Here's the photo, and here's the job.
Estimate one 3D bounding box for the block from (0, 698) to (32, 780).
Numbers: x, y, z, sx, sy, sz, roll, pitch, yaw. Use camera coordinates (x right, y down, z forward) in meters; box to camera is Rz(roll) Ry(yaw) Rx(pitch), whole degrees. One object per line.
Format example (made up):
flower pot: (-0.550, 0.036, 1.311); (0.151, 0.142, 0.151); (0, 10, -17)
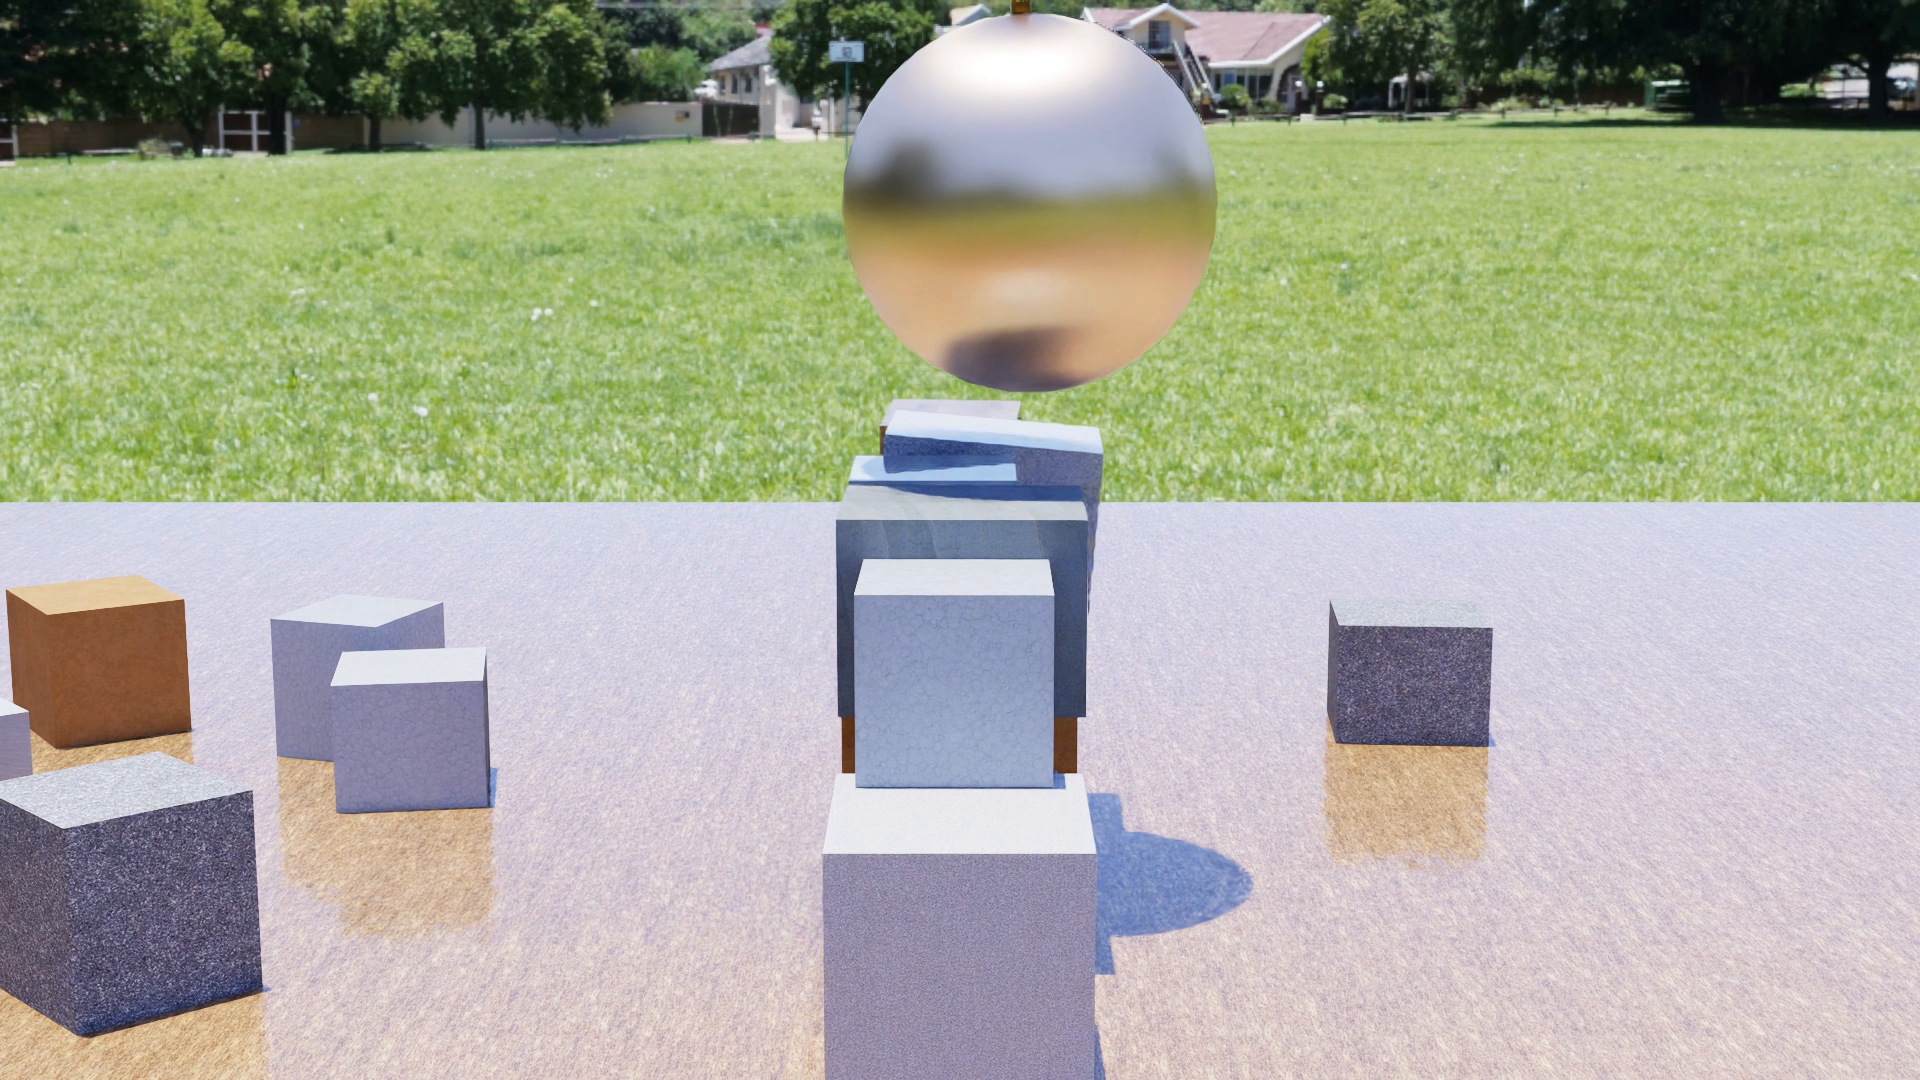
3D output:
block: (-4.578, 1.111, 11.443); (0.677, 0.719, 0.599); (-9, 13, -39)

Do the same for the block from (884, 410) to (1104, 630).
block: (0.125, -0.022, 12.015); (0.980, 0.988, 1.011); (5, 9, 1)

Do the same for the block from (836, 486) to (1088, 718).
block: (0.011, 0.232, 10.364); (0.971, 0.782, 0.844); (0, 10, 1)

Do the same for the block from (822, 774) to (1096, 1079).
block: (-0.002, 1.422, 9.059); (0.907, 0.961, 0.983); (0, 10, 0)

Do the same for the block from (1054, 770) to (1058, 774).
block: (0.008, 1.369, 10.010); (0.771, 0.725, 0.887); (0, 10, 0)

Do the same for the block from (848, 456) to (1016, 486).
block: (-0.113, 0.082, 11.137); (0.703, 0.801, 0.724); (0, 10, 0)

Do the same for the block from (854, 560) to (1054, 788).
block: (-0.018, 0.483, 9.585); (0.715, 0.706, 0.765); (0, 9, 0)

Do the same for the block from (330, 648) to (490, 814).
block: (-2.705, 0.929, 12.696); (0.715, 0.629, 0.734); (-2, 10, -9)

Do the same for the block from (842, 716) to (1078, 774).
block: (-0.002, 1.044, 10.955); (0.954, 1.027, 1.071); (0, 10, 0)

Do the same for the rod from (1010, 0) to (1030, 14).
rod: (0.128, -4.768, 10.313); (0.080, 5.200, 0.080); (-3, 10, 1)

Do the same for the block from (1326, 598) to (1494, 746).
block: (2.422, 0.706, 13.894); (0.801, 0.641, 0.713); (1, 10, 4)

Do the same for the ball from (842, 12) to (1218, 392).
ball: (0.295, -1.427, 10.921); (1.600, 1.600, 1.600); (0, 10, 0)

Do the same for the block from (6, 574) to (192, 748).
block: (-4.698, 0.648, 13.985); (0.721, 0.722, 0.834); (-7, 12, -34)

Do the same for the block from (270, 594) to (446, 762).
block: (-3.155, 0.728, 13.516); (0.625, 0.732, 0.668); (4, 11, 19)

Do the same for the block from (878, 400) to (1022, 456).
block: (-0.040, -0.299, 12.887); (0.659, 0.687, 0.701); (1, 14, 4)

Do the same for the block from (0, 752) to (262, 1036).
block: (-3.259, 1.345, 9.949); (0.754, 0.794, 0.785); (-10, 14, -42)
